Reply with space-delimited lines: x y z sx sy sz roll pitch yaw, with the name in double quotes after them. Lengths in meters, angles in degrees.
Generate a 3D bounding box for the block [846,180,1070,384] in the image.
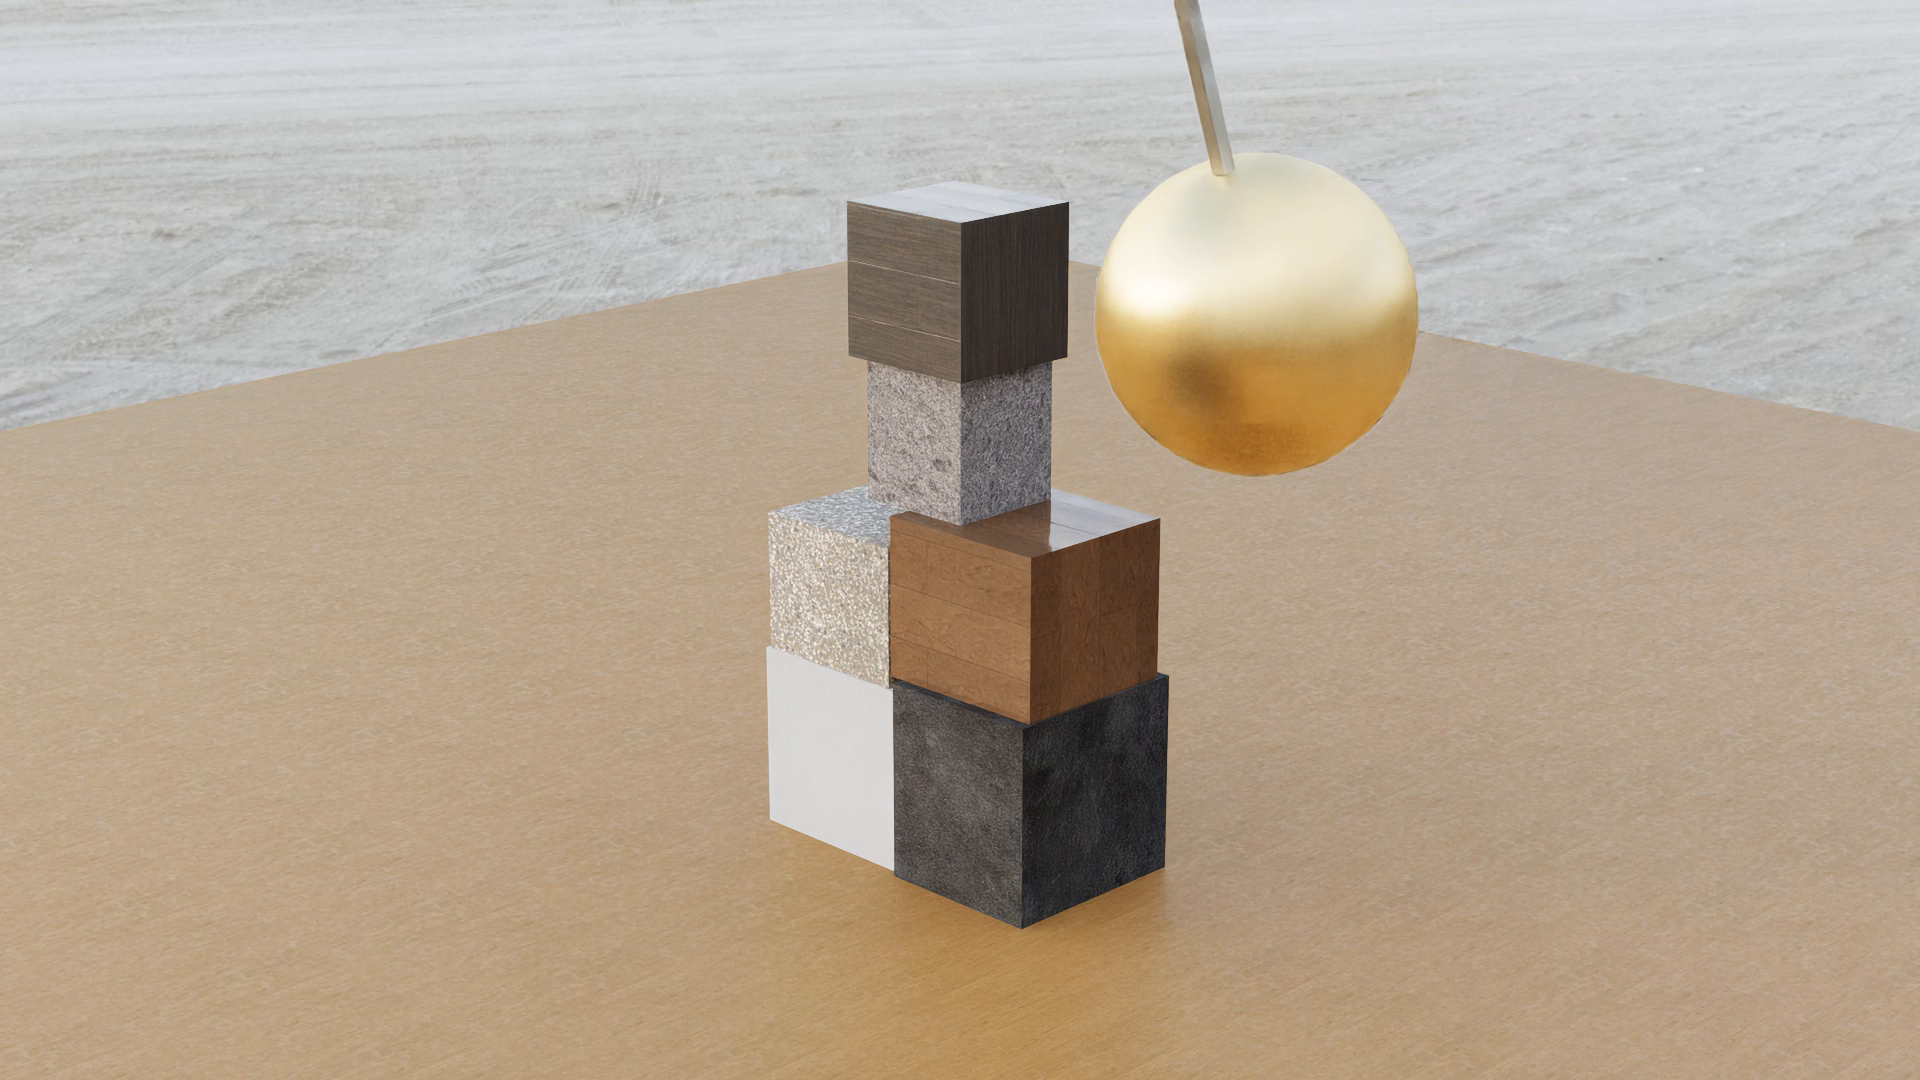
-0.009 -1.153 12.970 0.672 0.701 0.709 -17 24 -42 "block"

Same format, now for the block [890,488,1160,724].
0.290 0.258 13.125 0.832 0.757 0.866 -17 24 -42 "block"

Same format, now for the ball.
1.467 -1.115 14.529 1.600 1.600 1.600 0 17 0 "ball"

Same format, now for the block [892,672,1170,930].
0.322 1.077 13.350 0.956 0.940 0.809 -17 24 -42 "block"

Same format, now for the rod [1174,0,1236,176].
0.636 -3.909 12.779 0.080 5.200 0.080 17 44 42 "rod"

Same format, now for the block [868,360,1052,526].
-0.002 -0.504 13.181 0.578 0.664 0.591 -17 24 -42 "block"

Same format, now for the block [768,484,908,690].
-0.323 0.186 13.711 0.802 0.668 0.801 -17 24 -42 "block"

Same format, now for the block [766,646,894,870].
-0.285 0.924 13.941 0.881 0.877 0.891 -17 24 -42 "block"
